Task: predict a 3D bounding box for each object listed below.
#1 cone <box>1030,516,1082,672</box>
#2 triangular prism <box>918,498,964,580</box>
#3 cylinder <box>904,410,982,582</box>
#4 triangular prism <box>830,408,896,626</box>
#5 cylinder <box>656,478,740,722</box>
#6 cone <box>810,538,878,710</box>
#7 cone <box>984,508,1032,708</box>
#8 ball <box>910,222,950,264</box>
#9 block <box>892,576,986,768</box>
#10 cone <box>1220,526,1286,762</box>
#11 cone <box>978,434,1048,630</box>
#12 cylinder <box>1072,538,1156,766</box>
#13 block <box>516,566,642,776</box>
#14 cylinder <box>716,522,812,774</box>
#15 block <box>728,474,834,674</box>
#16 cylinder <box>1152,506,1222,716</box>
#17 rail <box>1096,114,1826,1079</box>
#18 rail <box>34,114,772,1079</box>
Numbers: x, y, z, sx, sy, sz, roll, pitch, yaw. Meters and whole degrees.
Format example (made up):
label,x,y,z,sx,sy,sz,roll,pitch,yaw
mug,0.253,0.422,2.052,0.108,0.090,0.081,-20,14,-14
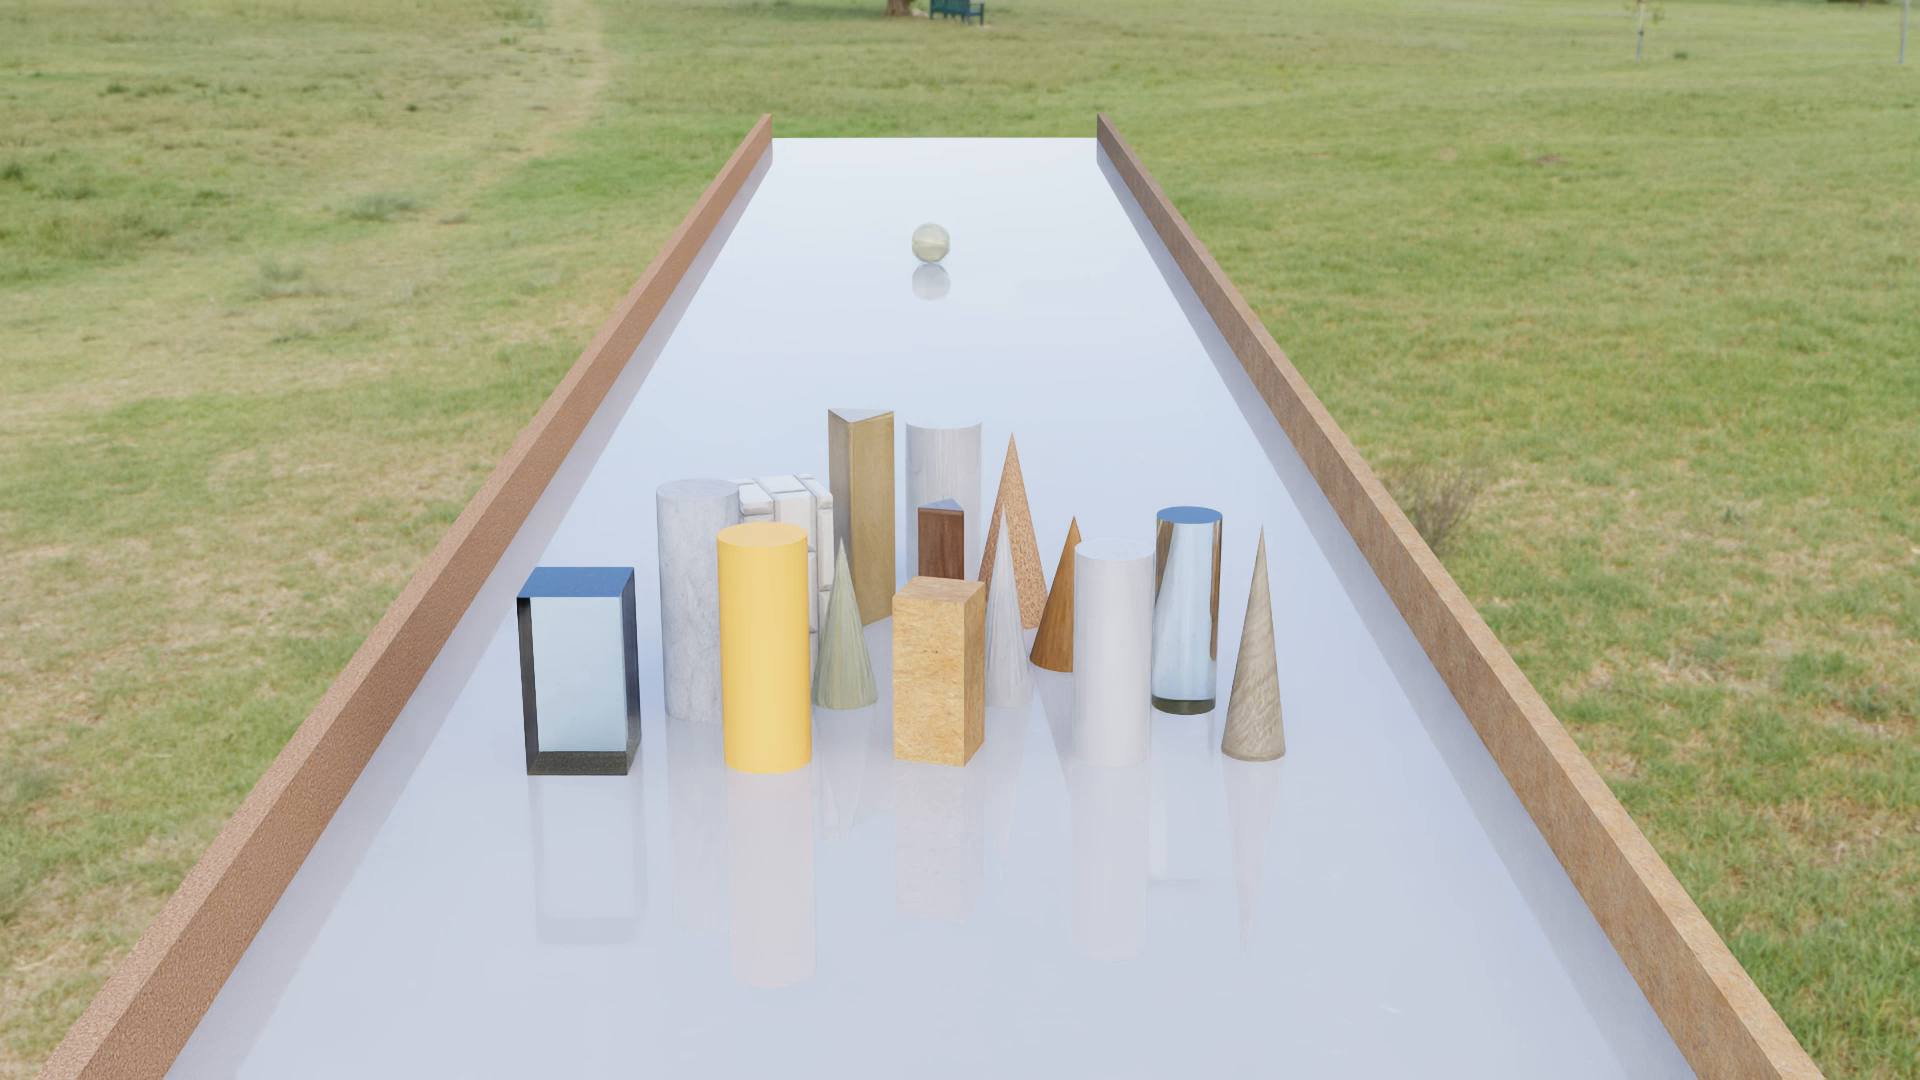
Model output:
label,x,y,z,sx,sy,sz,roll,pitch,yaw
cone,0.225,0.093,4.384,0.171,0.301,0.171,0,17,0
triangular prism,-0.028,0.076,4.427,0.093,0.311,0.081,5,17,15
cylinder,-0.037,-0.091,4.897,0.172,0.362,0.172,0,17,0
triangular prism,-0.227,-0.052,4.621,0.119,0.444,0.137,13,21,36
cylinder,-0.481,0.112,4.096,0.152,0.430,0.152,0,17,0
cone,-0.222,0.147,4.166,0.133,0.322,0.133,0,17,0
cone,0.082,0.116,4.160,0.115,0.386,0.115,0,17,0
ball,-0.121,-1.222,9.045,0.167,0.167,0.167,0,17,0
block,-0.036,0.232,3.914,0.130,0.303,0.130,5,17,16
cone,0.528,0.173,3.897,0.116,0.426,0.116,0,17,0
cone,0.108,-0.033,4.620,0.177,0.409,0.177,0,17,0
cylinder,0.270,0.198,3.894,0.140,0.381,0.140,0,17,0
block,-0.669,0.230,3.880,0.176,0.328,0.176,0,17,0
cylinder,-0.342,0.189,3.864,0.156,0.415,0.156,0,17,0
block,-0.358,0.071,4.356,0.176,0.361,0.176,-6,17,-18
cylinder,0.425,0.132,4.128,0.123,0.373,0.123,0,17,0
rail,0.932,-0.844,7.801,0.050,0.150,12.000,0,17,-1
rail,-1.118,-0.838,7.780,0.050,0.150,12.000,0,17,-1
